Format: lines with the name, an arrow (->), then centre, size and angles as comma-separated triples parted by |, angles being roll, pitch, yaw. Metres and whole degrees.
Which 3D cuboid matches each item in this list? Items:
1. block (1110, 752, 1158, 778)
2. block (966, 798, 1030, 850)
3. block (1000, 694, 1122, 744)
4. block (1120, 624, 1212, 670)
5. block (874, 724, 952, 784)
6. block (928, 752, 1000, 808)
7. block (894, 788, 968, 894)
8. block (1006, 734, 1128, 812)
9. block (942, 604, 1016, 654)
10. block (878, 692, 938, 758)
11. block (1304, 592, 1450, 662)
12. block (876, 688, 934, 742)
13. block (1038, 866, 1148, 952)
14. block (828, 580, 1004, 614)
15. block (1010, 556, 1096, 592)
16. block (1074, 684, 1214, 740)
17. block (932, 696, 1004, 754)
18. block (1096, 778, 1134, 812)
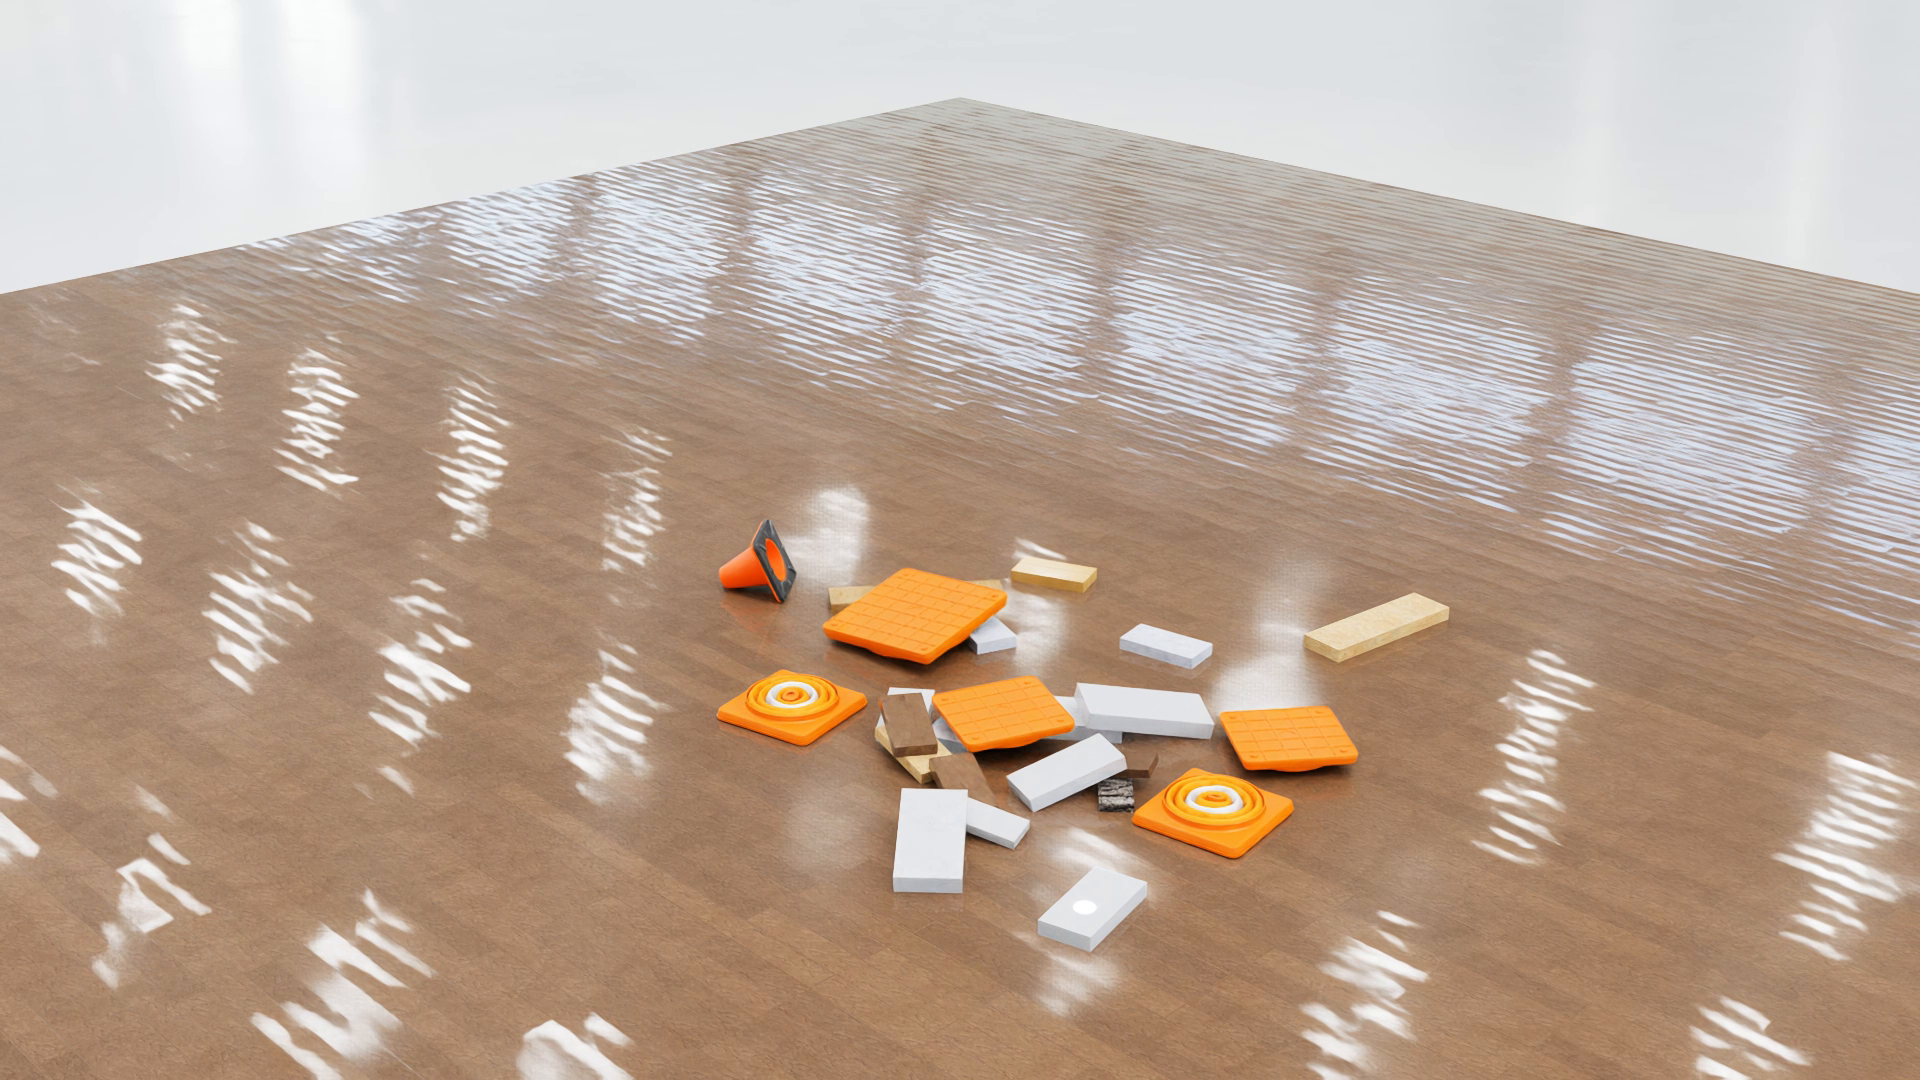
block -> 0.334, 0.466, 4.562 | 0.143, 0.020, 0.072 | -1, 24, 23
block -> 0.059, 0.562, 4.371 | 0.143, 0.020, 0.072 | 18, 38, 21
block -> 0.226, 0.389, 4.797 | 0.262, 0.037, 0.131 | 3, 23, 7
block -> 0.481, 0.248, 5.141 | 0.194, 0.027, 0.097 | 15, 27, 32
block -> -0.092, 0.441, 4.645 | 0.093, 0.026, 0.185 | -17, 37, -29
block -> 0.007, 0.505, 4.501 | 0.093, 0.026, 0.185 | -7, 33, -16
block -> -0.056, 0.583, 4.280 | 0.131, 0.037, 0.262 | 1, 33, 2
block -> 0.220, 0.478, 4.528 | 0.221, 0.031, 0.111 | -23, 29, -16
block -> 0.045, 0.210, 5.229 | 0.101, 0.029, 0.202 | -10, 25, -22
block -> -0.110, 0.392, 4.672 | 0.093, 0.026, 0.185 | -4, 33, -11
block -> 0.993, 0.206, 5.235 | 0.385, 0.031, 0.111 | -17, 28, -35
block -> -0.119, 0.384, 4.819 | 0.101, 0.029, 0.202 | 3, 23, 6
block -> 0.248, 0.686, 4.103 | 0.111, 0.031, 0.221 | 14, 27, 29
block -> -0.107, 0.140, 5.397 | 0.424, 0.027, 0.097 | -3, 23, -6
block -> 0.236, 0.086, 5.523 | 0.193, 0.027, 0.097 | 10, 25, 21
block -> 0.398, 0.371, 4.765 | 0.280, 0.037, 0.131 | 6, 25, -13
block -> 0.008, 0.402, 4.777 | 0.101, 0.029, 0.202 | 11, 25, 23
block -> 0.319, 0.515, 4.522 | 0.072, 0.020, 0.143 | 0, 23, 1
